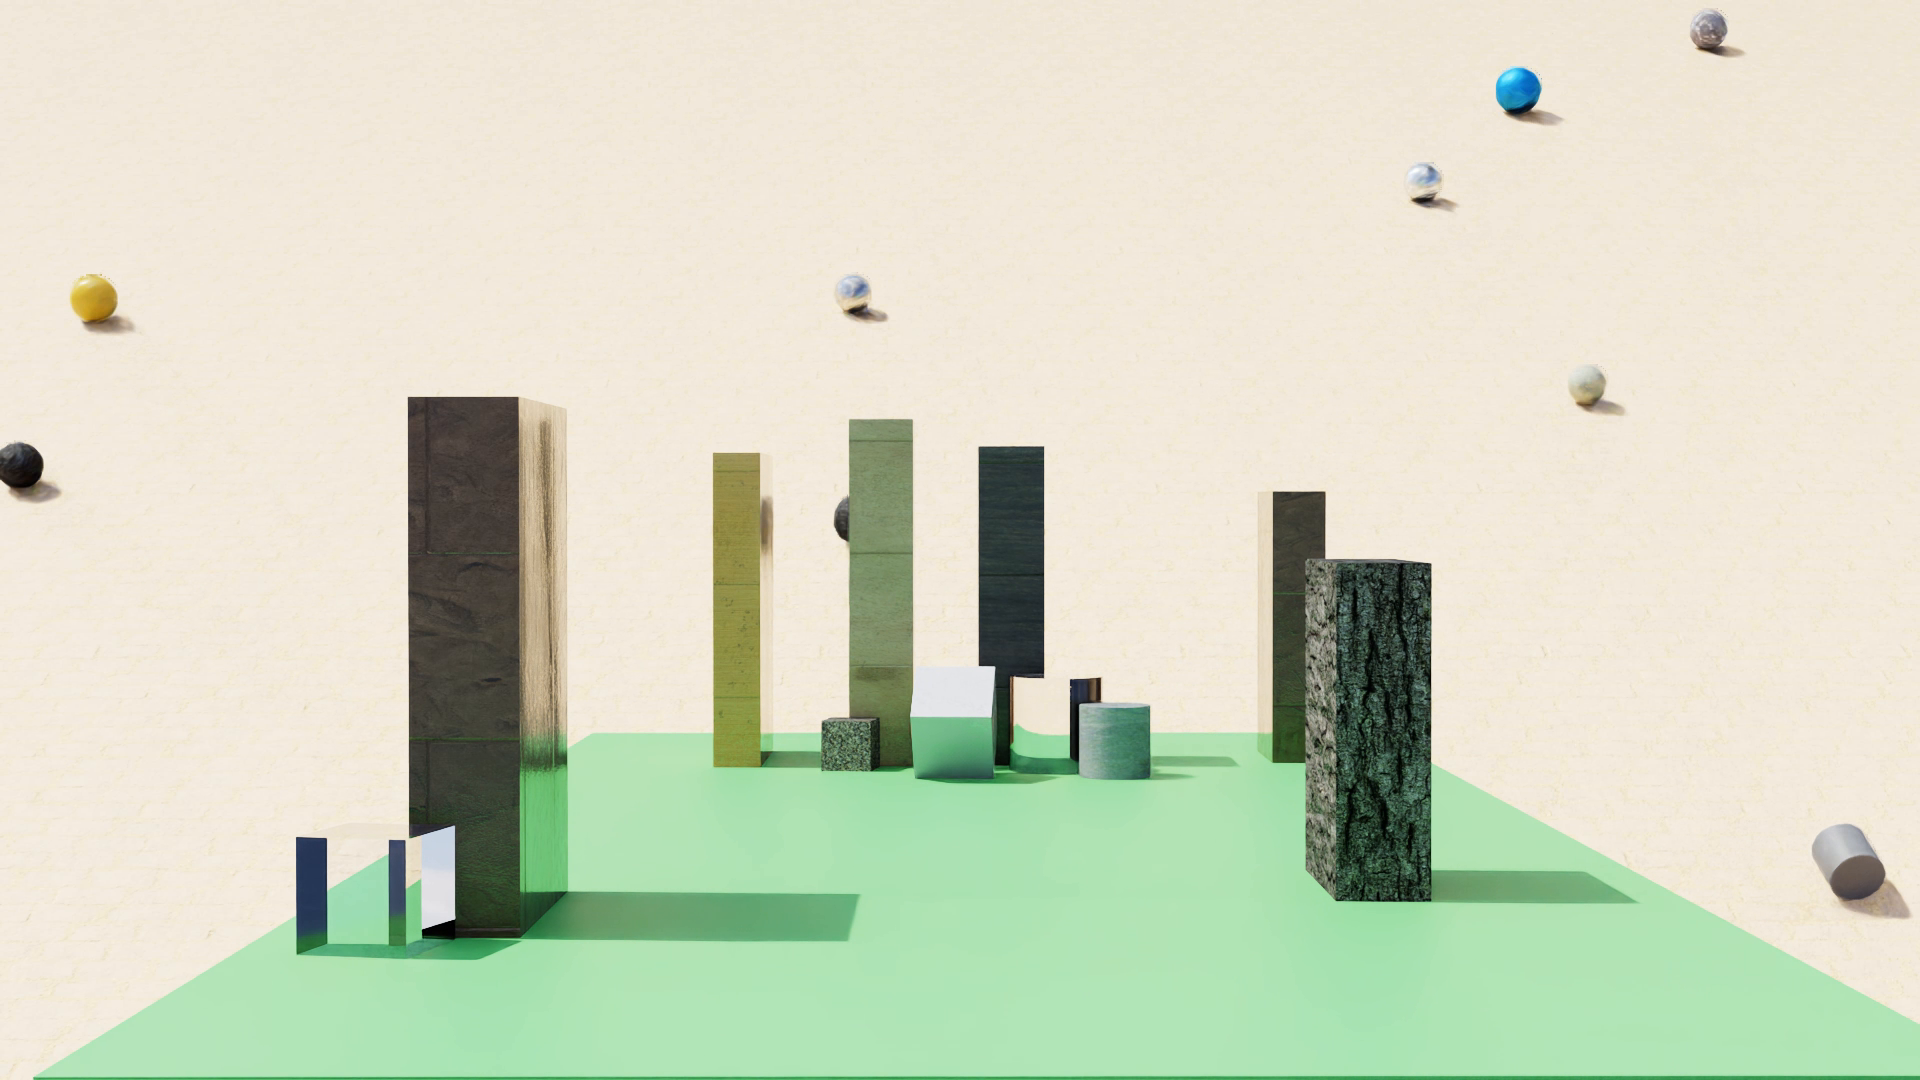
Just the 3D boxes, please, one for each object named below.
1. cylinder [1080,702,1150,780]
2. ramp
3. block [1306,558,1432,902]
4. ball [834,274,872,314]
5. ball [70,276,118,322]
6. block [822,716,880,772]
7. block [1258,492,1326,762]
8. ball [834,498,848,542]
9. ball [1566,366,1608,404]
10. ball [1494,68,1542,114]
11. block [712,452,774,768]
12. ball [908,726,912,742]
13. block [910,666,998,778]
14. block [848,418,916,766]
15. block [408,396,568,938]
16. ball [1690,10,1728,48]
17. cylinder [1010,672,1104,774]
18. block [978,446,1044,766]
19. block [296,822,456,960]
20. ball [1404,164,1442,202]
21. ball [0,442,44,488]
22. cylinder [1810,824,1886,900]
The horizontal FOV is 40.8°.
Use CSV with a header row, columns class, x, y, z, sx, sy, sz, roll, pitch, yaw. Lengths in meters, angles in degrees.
class,x,y,z,sx,sy,sz,roll,pitch,yaw
cylinder,0.331,0.429,5.525,0.153,0.153,0.153,0,1,0
ramp,0.063,0.567,4.607,2.000,0.100,4.000,0,1,0
block,0.617,0.278,3.927,0.139,0.493,0.332,0,1,0
ball,-0.381,-0.880,9.234,0.137,0.137,0.137,0,28,0
ball,-3.070,-0.853,9.155,0.164,0.164,0.164,0,28,0
block,-0.240,0.449,5.686,0.109,0.109,0.109,0,1,9
block,0.762,0.194,5.954,0.120,0.612,0.290,0,1,0
ball,-0.302,-0.061,7.678,0.150,0.150,0.150,0,28,0
ball,2.076,-0.514,8.555,0.129,0.129,0.129,0,28,0
ball,2.412,-1.944,11.173,0.197,0.197,0.197,0,28,0
block,-0.494,0.153,5.909,0.105,0.697,0.385,0,1,0
ball,-0.026,0.417,5.703,0.173,0.173,0.173,0,28,0
block,-0.011,0.388,5.498,0.169,0.169,0.169,0,35,4
block,-0.175,0.116,5.861,0.143,0.772,0.246,0,1,0
block,-0.662,0.167,3.656,0.148,0.722,0.423,0,1,0
ball,3.479,-2.373,12.003,0.176,0.176,0.176,0,28,0
cylinder,0.211,0.401,5.658,0.207,0.207,0.207,0,1,0
block,0.115,0.145,5.876,0.148,0.712,0.241,0,1,0
block,-0.762,0.456,3.375,0.152,0.152,0.152,0,1,13
ball,1.832,-1.418,10.233,0.149,0.149,0.149,0,28,0
ball,-2.915,-0.231,8.006,0.143,0.143,0.143,0,28,0
cylinder,2.111,0.765,6.141,0.130,0.130,0.130,-3,23,-5
